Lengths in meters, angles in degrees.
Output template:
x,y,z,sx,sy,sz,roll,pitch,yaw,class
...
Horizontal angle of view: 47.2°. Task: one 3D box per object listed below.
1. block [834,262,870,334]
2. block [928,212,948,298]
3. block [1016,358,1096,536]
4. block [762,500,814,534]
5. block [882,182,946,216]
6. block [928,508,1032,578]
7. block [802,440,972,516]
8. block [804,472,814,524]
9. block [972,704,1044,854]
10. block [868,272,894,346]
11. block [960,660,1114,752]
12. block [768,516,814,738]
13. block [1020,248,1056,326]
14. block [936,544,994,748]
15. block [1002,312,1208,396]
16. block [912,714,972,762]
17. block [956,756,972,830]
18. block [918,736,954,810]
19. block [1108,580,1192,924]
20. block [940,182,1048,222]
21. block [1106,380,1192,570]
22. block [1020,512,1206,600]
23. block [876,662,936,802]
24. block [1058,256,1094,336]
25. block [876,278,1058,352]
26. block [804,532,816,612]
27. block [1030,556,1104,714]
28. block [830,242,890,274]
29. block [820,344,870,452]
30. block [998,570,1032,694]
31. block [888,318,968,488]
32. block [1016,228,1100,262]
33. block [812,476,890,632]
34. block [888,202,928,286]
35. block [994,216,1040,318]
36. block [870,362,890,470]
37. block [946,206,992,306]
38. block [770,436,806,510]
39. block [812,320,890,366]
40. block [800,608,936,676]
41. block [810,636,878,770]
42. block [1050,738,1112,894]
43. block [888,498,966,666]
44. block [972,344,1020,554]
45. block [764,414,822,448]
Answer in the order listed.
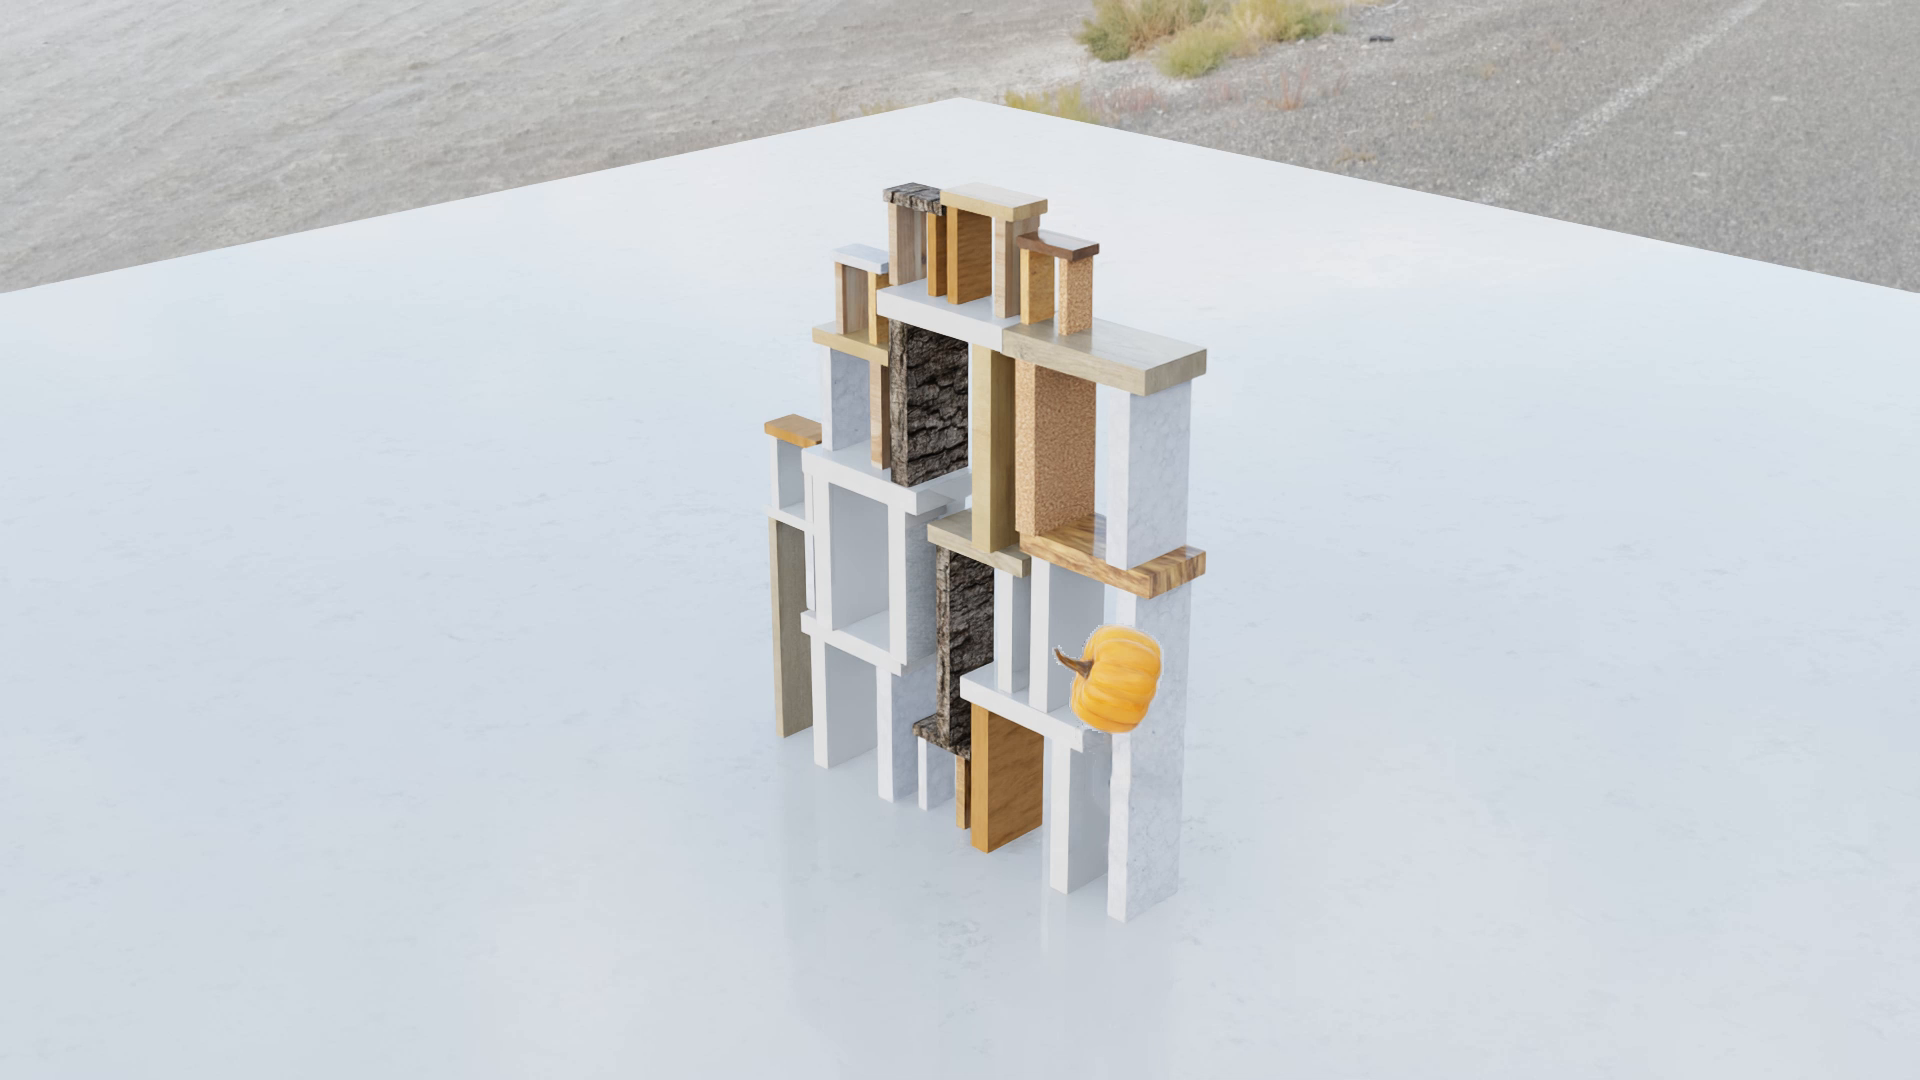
x,y,z,sx,sy,sz,roll,pitch,yaw,class
-0.207,-0.474,4.242,0.020,0.141,0.071,21,31,41,block
-0.024,-0.530,4.031,0.077,0.155,0.022,-21,31,-40,block
0.173,-0.185,3.954,0.046,0.327,0.163,21,31,41,block
-0.319,-0.053,4.545,0.172,0.024,0.086,21,31,41,block
-0.061,-0.625,4.030,0.155,0.022,0.077,21,31,41,block
0.070,0.002,4.151,0.247,0.035,0.124,21,31,40,block
-0.141,-0.135,4.313,0.327,0.046,0.163,21,31,41,block
-0.279,-0.120,4.469,0.022,0.158,0.079,21,31,41,block
0.094,0.441,4.315,0.045,0.317,0.158,21,31,41,block
-0.141,-0.448,4.181,0.020,0.141,0.071,21,31,41,block
0.168,0.304,4.176,0.317,0.045,0.158,21,31,41,block
-0.359,0.178,4.687,0.024,0.512,0.086,21,31,41,block
0.138,-0.453,3.877,0.068,0.135,0.019,-22,31,-40,block
0.011,0.191,4.294,0.035,0.424,0.124,21,31,41,block
0.248,-0.327,3.810,0.327,0.046,0.163,21,31,41,block
-0.009,0.391,4.395,0.081,0.023,0.162,-21,31,-41,block
0.029,0.491,4.396,0.023,0.162,0.081,21,31,41,block
-0.047,0.461,4.467,0.081,0.162,0.023,-21,31,-41,block
0.345,0.376,4.017,0.044,0.669,0.154,21,31,41,block
0.060,-0.602,3.907,0.179,0.025,0.090,21,31,41,block
0.327,-0.126,3.812,0.163,0.327,0.046,-22,31,-40,block
0.272,0.020,3.944,0.308,0.044,0.154,21,31,41,block
-0.100,0.374,4.498,0.042,0.298,0.149,21,31,41,block
0.201,-0.429,3.820,0.019,0.135,0.068,21,31,40,block
0.019,-0.419,4.027,0.163,0.046,0.327,-22,31,-40,block
-0.278,0.053,4.546,0.024,0.172,0.086,21,31,41,block
0.200,0.153,4.080,0.044,0.308,0.154,21,31,41,block
-0.174,-0.535,4.180,0.141,0.020,0.071,21,31,41,block
-0.225,-0.293,4.350,0.030,0.215,0.108,21,31,41,block
0.128,0.155,4.152,0.035,0.247,0.124,21,31,41,block
-0.058,-0.278,4.171,0.046,0.327,0.163,21,31,41,block
0.170,-0.513,3.820,0.068,0.019,0.135,-21,31,-40,block
-0.218,0.007,4.456,0.046,0.327,0.163,21,31,41,block
-0.097,-0.558,4.098,0.077,0.155,0.022,-21,31,-40,block
0.102,-0.491,3.908,0.090,0.179,0.025,-22,31,-40,block
-0.123,-0.253,4.257,0.030,0.215,0.108,21,31,41,block
0.018,-0.524,3.986,0.090,0.179,0.025,-21,31,-40,block
-0.353,-0.150,4.537,0.022,0.158,0.079,21,31,41,block
-0.174,-0.386,4.256,0.215,0.030,0.108,21,31,41,block
-0.170,0.190,4.496,0.298,0.042,0.149,21,31,41,block
-0.240,0.319,4.627,0.042,0.298,0.149,21,31,41,block
0.243,0.500,4.178,0.045,0.317,0.158,21,31,41,block
-0.064,0.067,4.315,0.163,0.327,0.046,-21,31,-41,block
0.096,-0.186,4.043,0.046,0.396,0.163,21,31,41,block
-0.316,-0.218,4.468,0.158,0.022,0.079,21,31,41,block
